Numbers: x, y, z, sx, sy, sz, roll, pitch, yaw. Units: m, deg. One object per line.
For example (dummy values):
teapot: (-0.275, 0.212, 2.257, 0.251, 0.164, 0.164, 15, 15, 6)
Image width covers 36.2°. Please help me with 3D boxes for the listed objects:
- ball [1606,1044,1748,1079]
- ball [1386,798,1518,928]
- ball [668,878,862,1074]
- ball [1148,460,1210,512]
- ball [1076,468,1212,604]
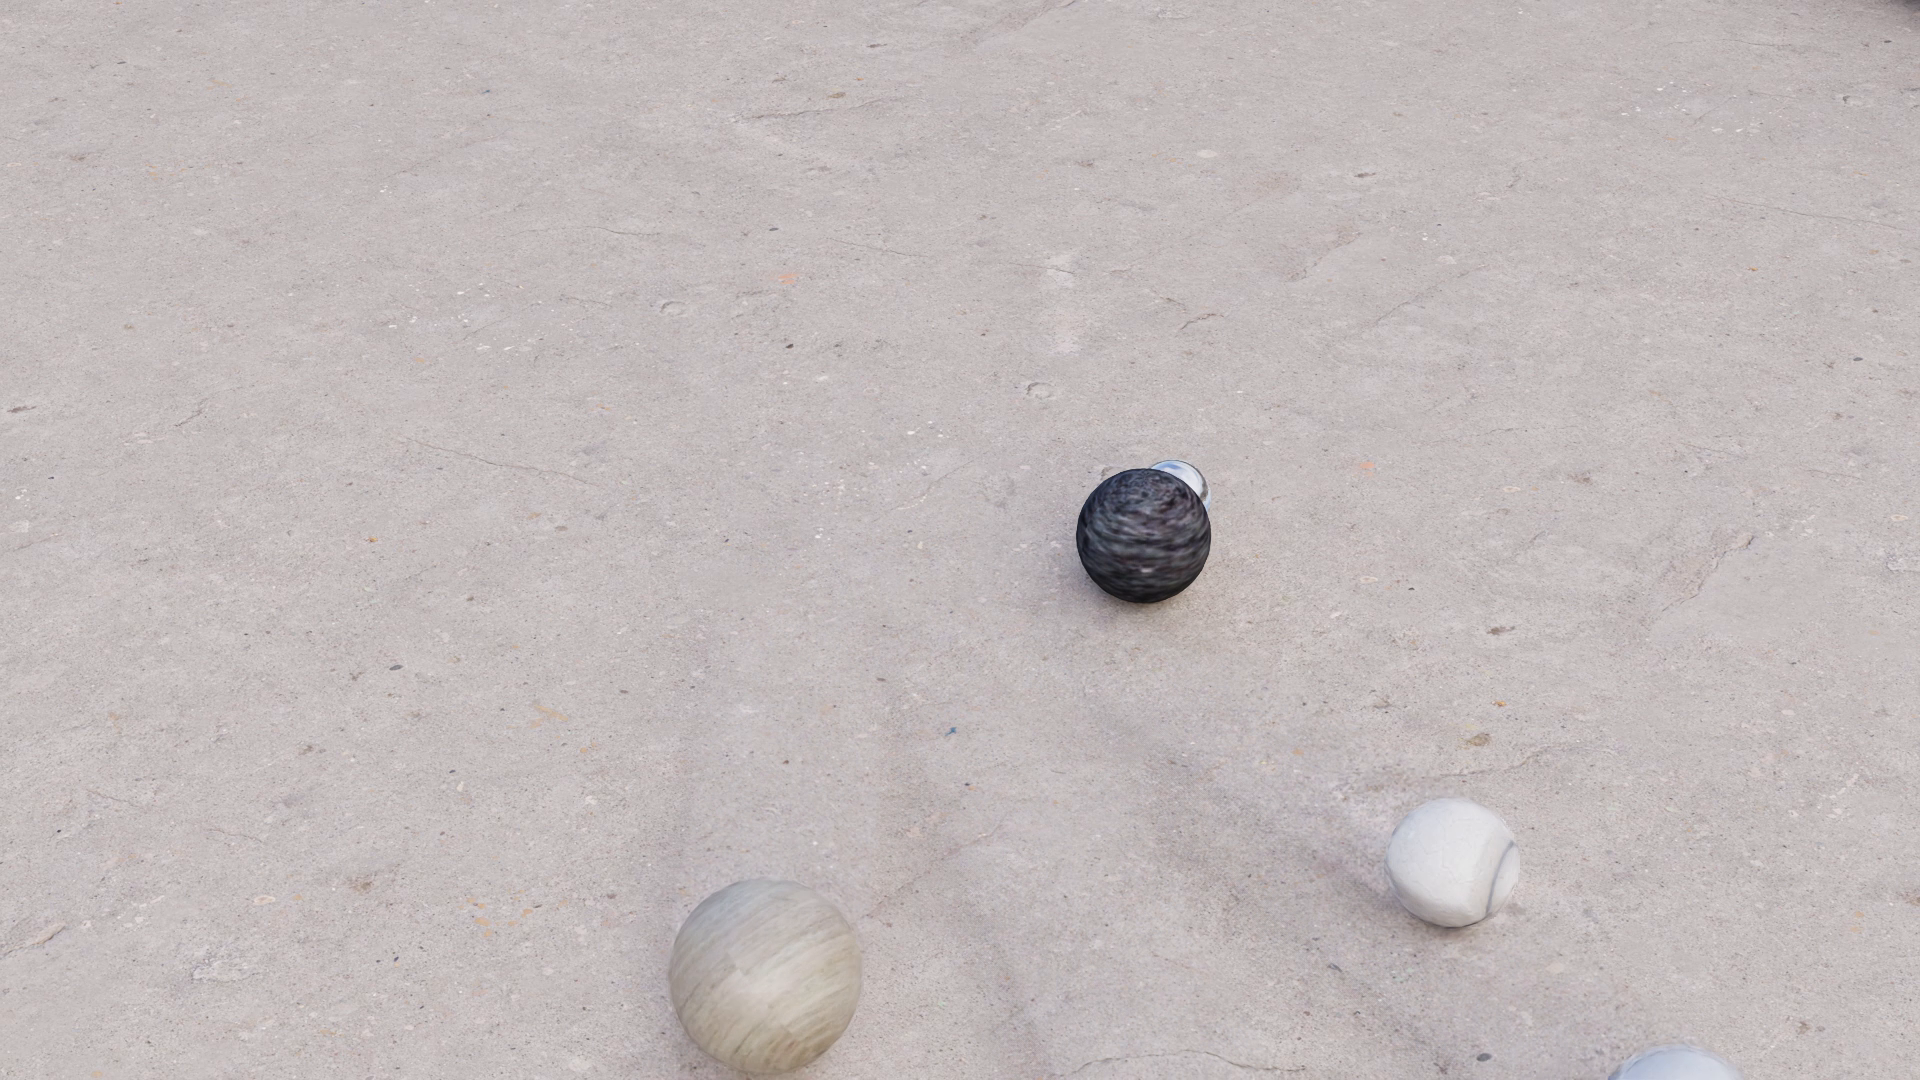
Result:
ball: (0.311, 0.256, 1.274, 0.074, 0.074, 0.074, 0, 31, 0)
ball: (0.242, 0.159, 1.448, 0.064, 0.064, 0.064, 0, 31, 0)
ball: (-0.089, 0.200, 1.353, 0.089, 0.089, 0.089, 0, 31, 0)
ball: (0.128, -0.026, 1.778, 0.046, 0.046, 0.046, 0, 31, 0)
ball: (0.107, -0.002, 1.707, 0.079, 0.079, 0.079, 0, 31, 0)
